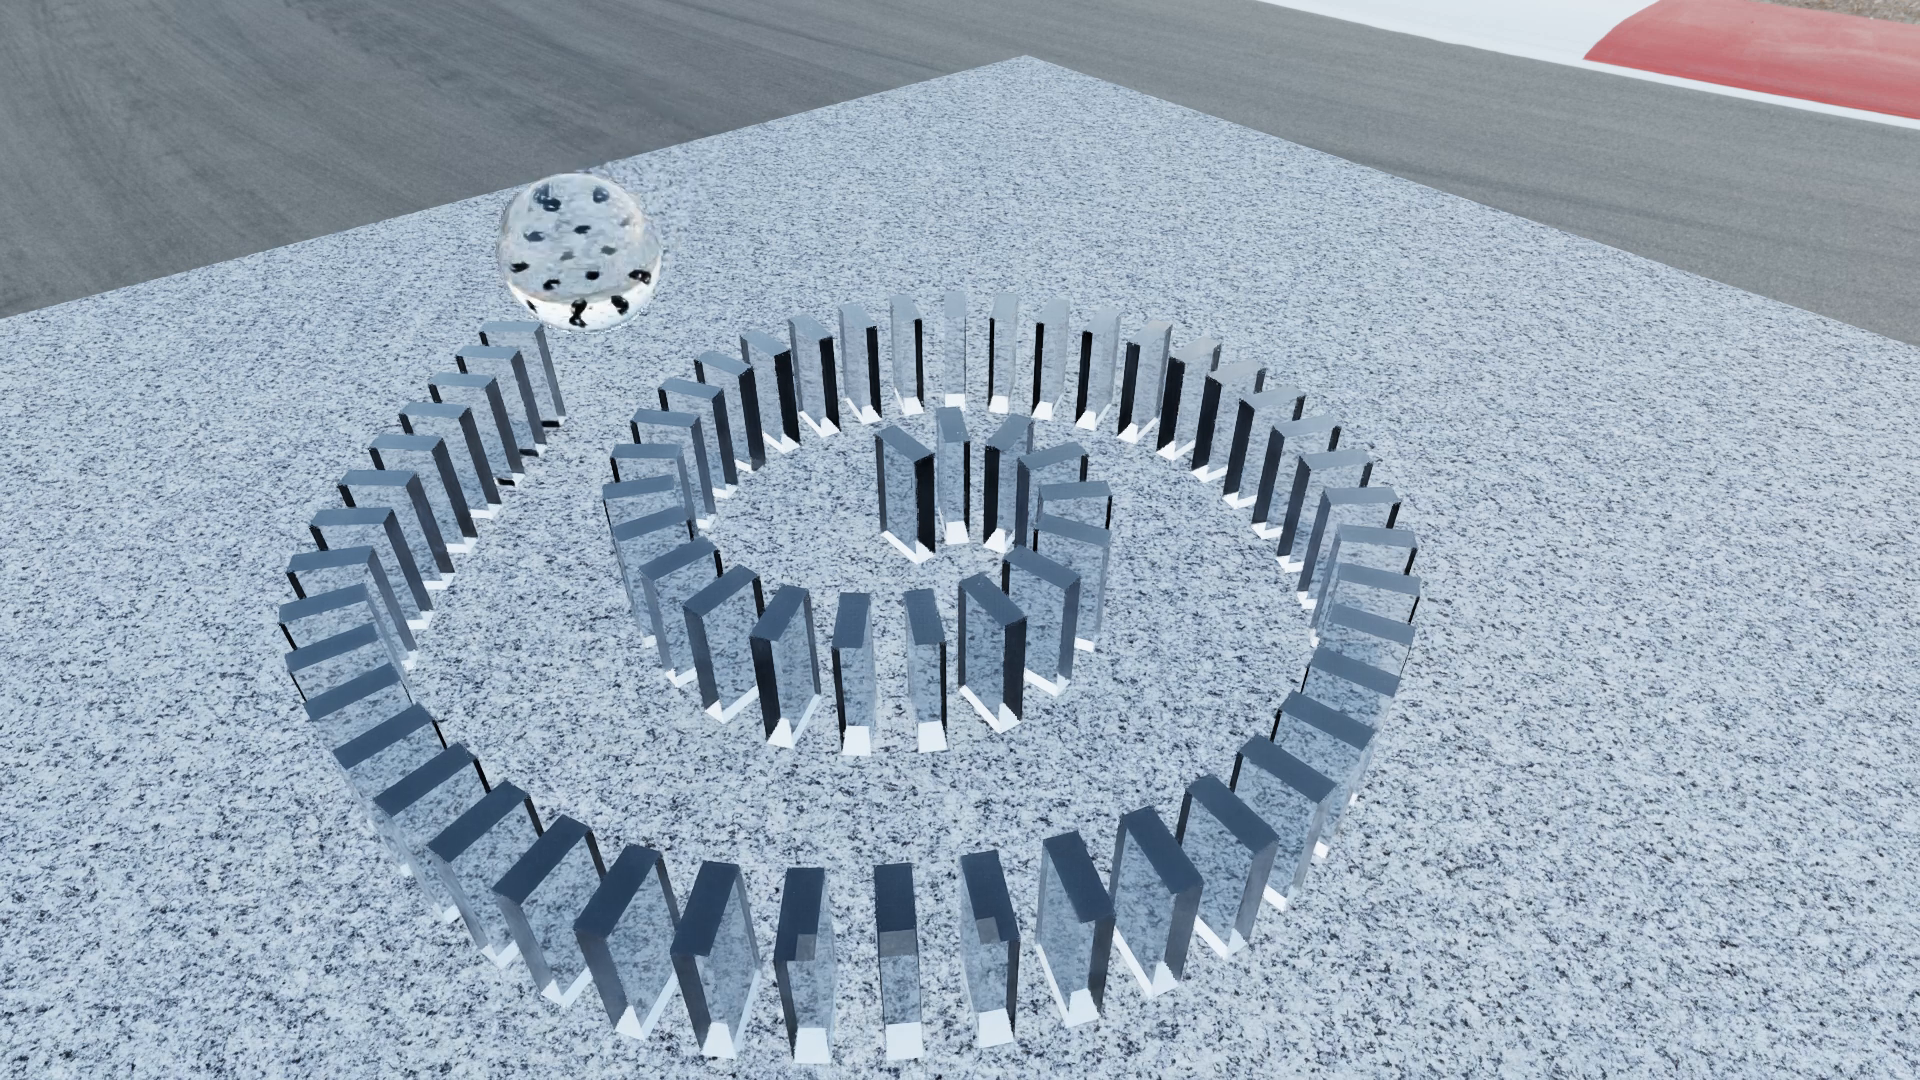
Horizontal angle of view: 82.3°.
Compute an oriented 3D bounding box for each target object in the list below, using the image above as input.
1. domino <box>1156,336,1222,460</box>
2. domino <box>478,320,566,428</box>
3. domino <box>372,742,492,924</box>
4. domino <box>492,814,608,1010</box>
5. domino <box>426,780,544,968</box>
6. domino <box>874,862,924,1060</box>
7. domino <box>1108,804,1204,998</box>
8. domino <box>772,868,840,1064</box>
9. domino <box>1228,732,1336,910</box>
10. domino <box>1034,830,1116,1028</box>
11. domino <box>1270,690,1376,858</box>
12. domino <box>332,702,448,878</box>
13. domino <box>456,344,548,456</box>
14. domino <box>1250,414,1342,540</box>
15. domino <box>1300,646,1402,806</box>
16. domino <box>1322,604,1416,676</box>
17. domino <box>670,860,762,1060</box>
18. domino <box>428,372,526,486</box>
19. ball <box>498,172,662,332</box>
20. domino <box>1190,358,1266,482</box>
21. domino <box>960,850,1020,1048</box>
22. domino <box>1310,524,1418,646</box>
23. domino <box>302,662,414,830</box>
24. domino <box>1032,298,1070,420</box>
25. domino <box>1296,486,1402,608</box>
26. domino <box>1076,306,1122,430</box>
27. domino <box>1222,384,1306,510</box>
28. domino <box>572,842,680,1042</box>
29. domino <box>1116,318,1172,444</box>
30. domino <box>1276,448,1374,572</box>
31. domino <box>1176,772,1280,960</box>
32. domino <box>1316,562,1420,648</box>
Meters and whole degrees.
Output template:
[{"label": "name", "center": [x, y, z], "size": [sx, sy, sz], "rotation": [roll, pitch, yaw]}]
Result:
[{"label": "domino", "center": [0.101, -0.063, 0.488], "size": [0.025, 0.050, 0.009], "rotation": [-32, 49, -33]}, {"label": "domino", "center": [-0.200, -0.075, 0.503], "size": [0.025, 0.050, 0.009], "rotation": [1, 39, 2]}, {"label": "domino", "center": [-0.143, 0.083, 0.310], "size": [0.009, 0.050, 0.025], "rotation": [27, 46, 29]}, {"label": "domino", "center": [-0.105, 0.099, 0.291], "size": [0.010, 0.050, 0.025], "rotation": [18, 43, 20]}, {"label": "domino", "center": [-0.124, 0.092, 0.300], "size": [0.010, 0.050, 0.025], "rotation": [22, 44, 25]}, {"label": "domino", "center": [-0.015, 0.108, 0.280], "size": [0.009, 0.050, 0.025], "rotation": [-4, 39, -4]}, {"label": "domino", "center": [0.051, 0.097, 0.293], "size": [0.010, 0.050, 0.025], "rotation": [-16, 42, -18]}, {"label": "domino", "center": [-0.038, 0.108, 0.279], "size": [0.009, 0.050, 0.025], "rotation": [0, 39, 0]}, {"label": "domino", "center": [0.088, 0.081, 0.313], "size": [0.010, 0.050, 0.025], "rotation": [-32, 49, -33]}, {"label": "domino", "center": [0.029, 0.102, 0.287], "size": [0.009, 0.050, 0.025], "rotation": [-11, 41, -13]}, {"label": "domino", "center": [0.103, 0.070, 0.326], "size": [0.025, 0.050, 0.009], "rotation": [26, 46, 28]}, {"label": "domino", "center": [-0.160, 0.074, 0.322], "size": [0.010, 0.050, 0.025], "rotation": [31, 48, 32]}, {"label": "domino", "center": [-0.202, -0.061, 0.486], "size": [0.025, 0.050, 0.010], "rotation": [5, 40, 6]}, {"label": "domino", "center": [0.134, -0.025, 0.442], "size": [0.025, 0.050, 0.010], "rotation": [-12, 41, -14]}, {"label": "domino", "center": [0.117, 0.058, 0.341], "size": [0.025, 0.050, 0.010], "rotation": [21, 44, 24]}, {"label": "domino", "center": [0.128, 0.045, 0.356], "size": [0.025, 0.050, 0.010], "rotation": [17, 42, 20]}, {"label": "domino", "center": [-0.061, 0.107, 0.280], "size": [0.010, 0.050, 0.025], "rotation": [5, 40, 6]}, {"label": "domino", "center": [-0.205, -0.047, 0.468], "size": [0.025, 0.050, 0.010], "rotation": [5, 40, 6]}, {"label": "ball", "center": [-0.196, -0.148, 0.569], "size": [0.080, 0.080, 0.080], "rotation": [0, 39, 0]}, {"label": "domino", "center": [0.115, -0.051, 0.474], "size": [0.025, 0.050, 0.009], "rotation": [-22, 44, -25]}, {"label": "domino", "center": [0.007, 0.106, 0.283], "size": [0.009, 0.050, 0.025], "rotation": [-7, 40, -9]}, {"label": "domino", "center": [0.142, 0.018, 0.390], "size": [0.025, 0.050, 0.009], "rotation": [6, 40, 7]}, {"label": "domino", "center": [-0.176, 0.063, 0.334], "size": [0.025, 0.050, 0.009], "rotation": [-29, 47, -30]}, {"label": "domino", "center": [0.042, -0.084, 0.514], "size": [0.009, 0.050, 0.025], "rotation": [12, 41, 14]}, {"label": "domino", "center": [0.143, 0.003, 0.407], "size": [0.025, 0.050, 0.009], "rotation": [-2, 39, -2]}, {"label": "domino", "center": [0.064, -0.079, 0.508], "size": [0.009, 0.050, 0.025], "rotation": [17, 42, 19]}, {"label": "domino", "center": [0.126, -0.038, 0.458], "size": [0.025, 0.050, 0.009], "rotation": [-16, 42, -19]}, {"label": "domino", "center": [-0.083, 0.104, 0.284], "size": [0.009, 0.050, 0.025], "rotation": [12, 41, 14]}, {"label": "domino", "center": [0.084, -0.072, 0.499], "size": [0.009, 0.050, 0.025], "rotation": [23, 45, 26]}, {"label": "domino", "center": [0.140, -0.011, 0.425], "size": [0.025, 0.050, 0.010], "rotation": [-7, 40, -9]}, {"label": "domino", "center": [0.071, 0.090, 0.302], "size": [0.009, 0.050, 0.025], "rotation": [-23, 45, -26]}, {"label": "domino", "center": [0.136, 0.032, 0.372], "size": [0.025, 0.050, 0.010], "rotation": [12, 41, 14]}]
